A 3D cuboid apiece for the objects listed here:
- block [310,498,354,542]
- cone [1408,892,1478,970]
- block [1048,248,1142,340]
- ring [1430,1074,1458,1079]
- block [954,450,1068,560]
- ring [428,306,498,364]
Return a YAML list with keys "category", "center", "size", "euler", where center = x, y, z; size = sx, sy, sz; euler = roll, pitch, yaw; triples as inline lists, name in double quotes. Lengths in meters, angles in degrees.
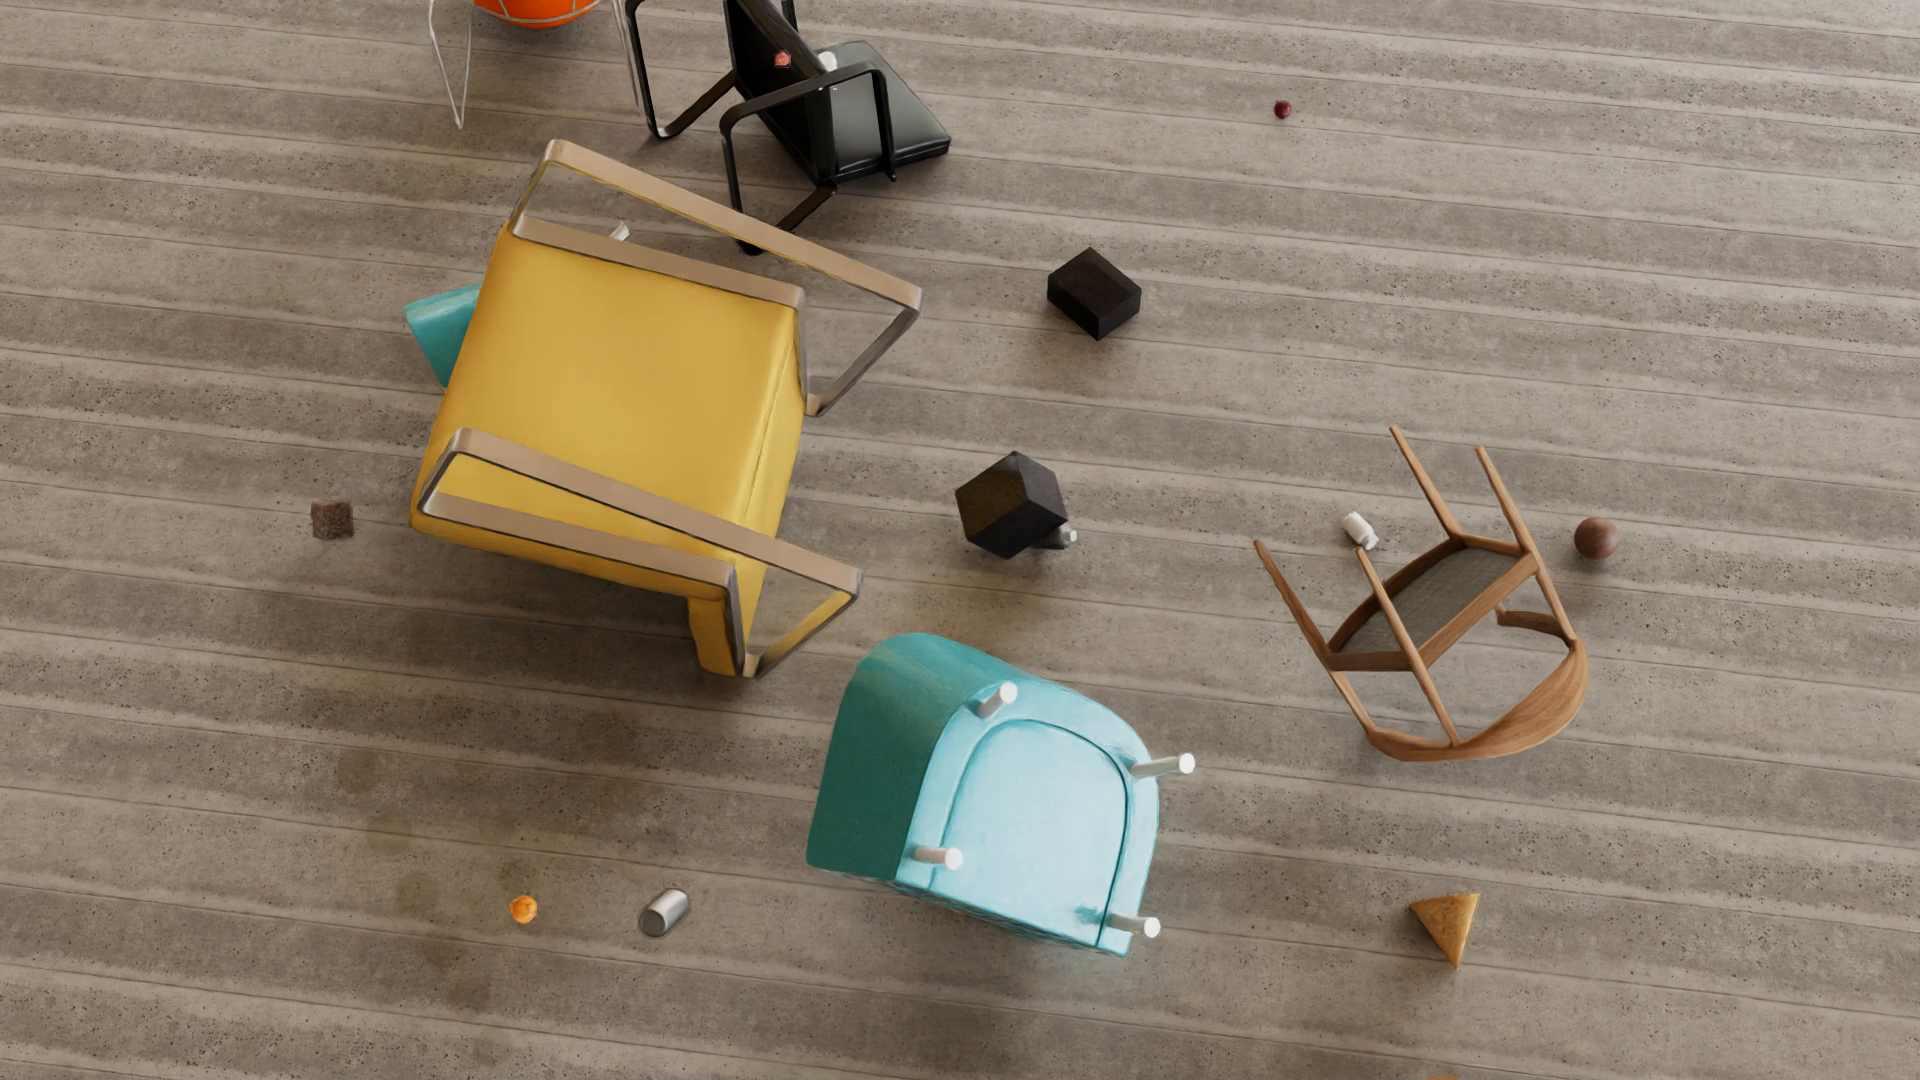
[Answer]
- category: "block"
  center: [-1.851, -0.060, 6.478]
  size: [0.077, 0.105, 0.112]
  euler: [-11, 14, -36]
- category: "cone"
  center: [1.303, 1.048, 5.842]
  size: [0.188, 0.082, 0.191]
  euler: [-12, 70, 14]
- category: "block"
  center: [0.428, -0.788, 7.034]
  size: [0.185, 0.114, 0.237]
  euler: [-36, 63, -22]
- category: "ring"
  center: [1.198, 1.480, 5.426]
  size: [0.115, 0.264, 0.320]
  euler: [-6, 74, 30]
- category: "block"
  center: [0.150, -0.100, 6.460]
  size: [0.237, 0.190, 0.178]
  euler: [-34, 52, 27]
- category: "ring"
  center: [-1.569, -0.651, 6.947]
  size: [0.223, 0.068, 0.187]
  euler: [-27, 79, -11]
